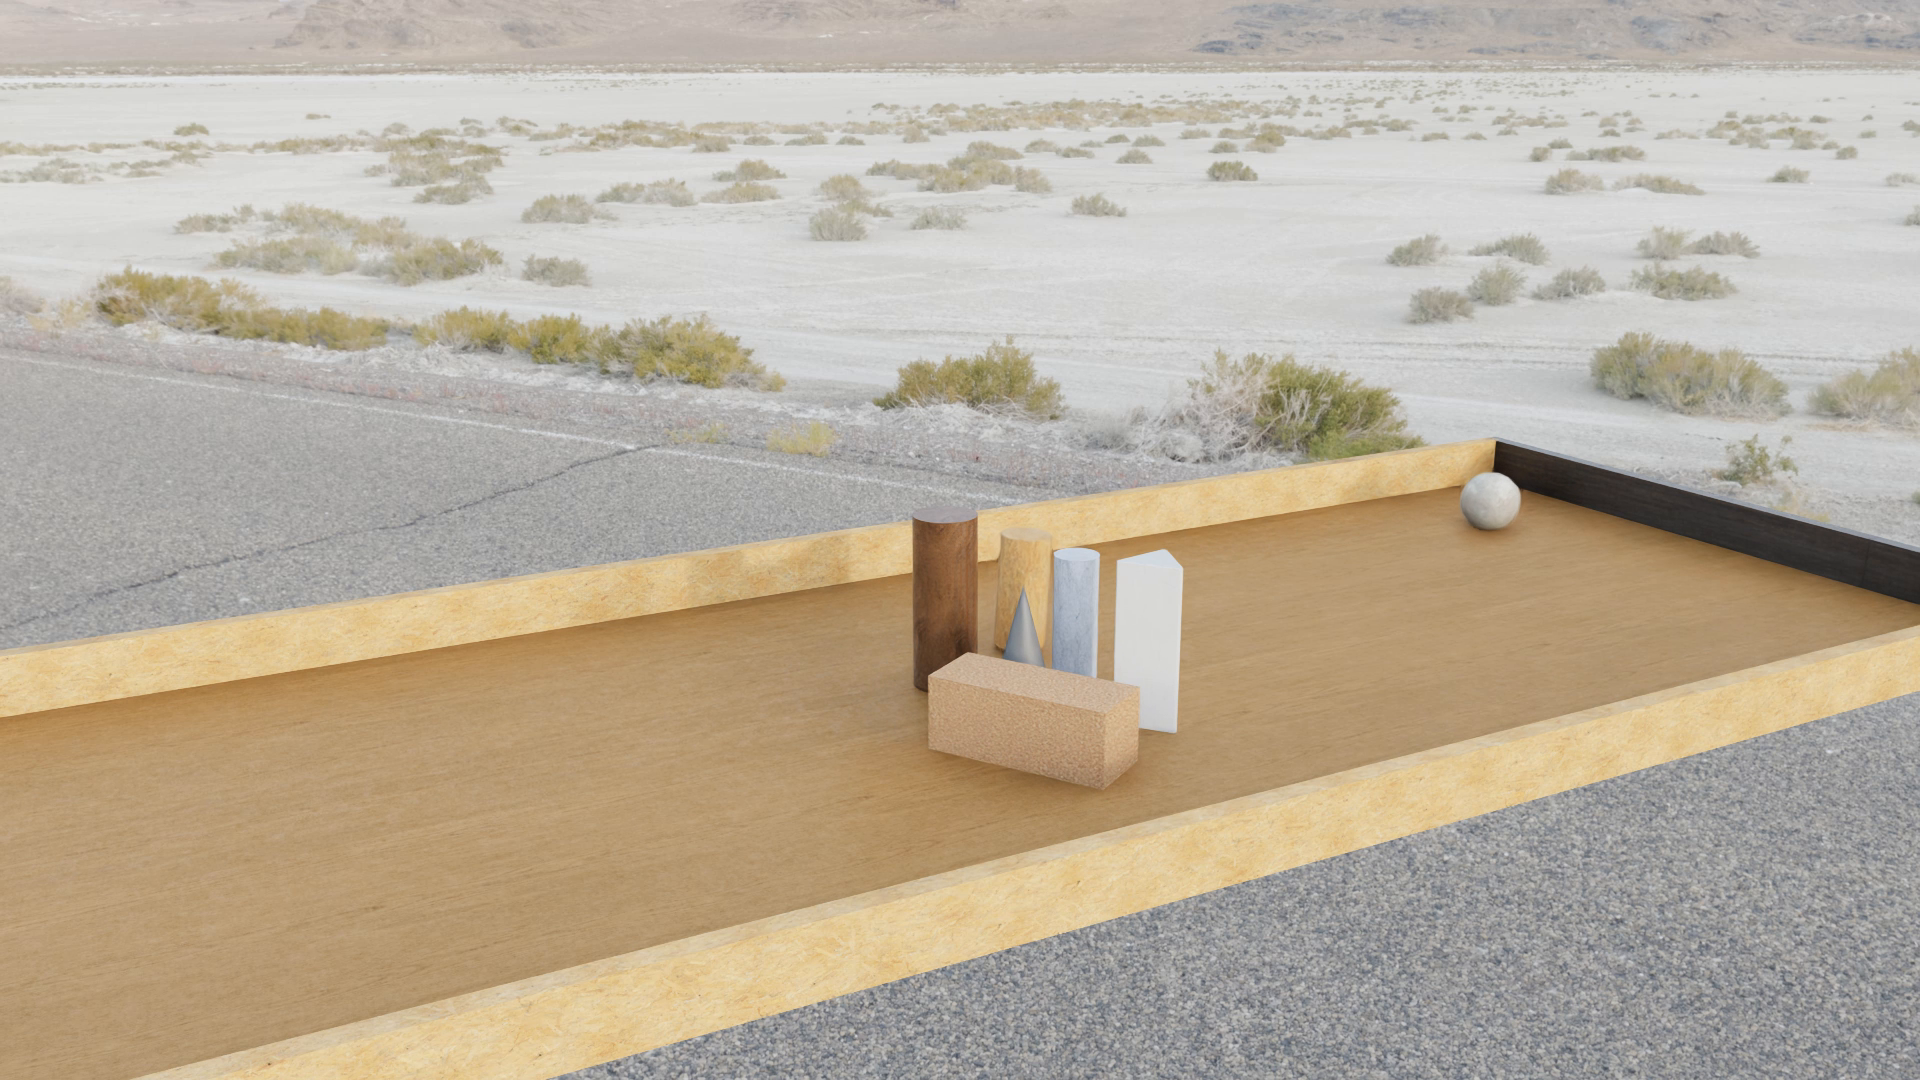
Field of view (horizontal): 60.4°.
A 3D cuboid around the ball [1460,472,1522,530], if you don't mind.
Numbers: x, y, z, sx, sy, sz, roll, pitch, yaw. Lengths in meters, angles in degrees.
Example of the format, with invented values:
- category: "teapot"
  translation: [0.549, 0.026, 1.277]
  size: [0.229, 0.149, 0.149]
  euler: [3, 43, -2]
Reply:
- category: "ball"
  translation: [1.756, -0.130, 5.458]
  size: [0.192, 0.192, 0.192]
  euler: [0, 16, 0]

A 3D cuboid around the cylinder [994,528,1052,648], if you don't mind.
- category: "cylinder"
  translation: [0.166, 0.130, 4.362]
  size: [0.136, 0.302, 0.136]
  euler: [3, 15, -1]

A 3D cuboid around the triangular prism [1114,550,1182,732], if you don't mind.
- category: "triangular prism"
  translation: [0.455, 0.231, 3.861]
  size: [0.153, 0.400, 0.132]
  euler: [7, 18, 21]

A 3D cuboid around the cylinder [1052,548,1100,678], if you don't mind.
- category: "cylinder"
  translation: [0.287, 0.195, 4.099]
  size: [0.113, 0.334, 0.113]
  euler: [0, 16, 0]

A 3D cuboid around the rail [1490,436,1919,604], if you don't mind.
- category: "rail"
  translation: [2.466, -0.048, 5.253]
  size: [0.050, 0.150, 2.100]
  euler: [-9, 18, -27]

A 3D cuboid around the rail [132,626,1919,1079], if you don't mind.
- category: "rail"
  translation: [-2.336, 1.006, 1.665]
  size: [12.000, 0.150, 0.050]
  euler: [-9, 18, -27]

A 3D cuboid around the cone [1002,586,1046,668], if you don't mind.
- category: "cone"
  translation: [0.148, 0.262, 3.875]
  size: [0.176, 0.331, 0.176]
  euler: [0, 16, 0]

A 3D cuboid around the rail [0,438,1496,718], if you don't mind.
- category: "rail"
  translation: [-3.305, 0.497, 3.399]
  size: [12.000, 0.150, 0.050]
  euler: [-9, 18, -27]

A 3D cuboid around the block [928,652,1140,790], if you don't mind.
- category: "block"
  translation: [0.163, 0.398, 3.686]
  size: [0.438, 0.177, 0.177]
  euler: [9, 19, 29]

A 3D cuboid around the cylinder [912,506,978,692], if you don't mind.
- category: "cylinder"
  translation: [-0.036, 0.148, 4.074]
  size: [0.161, 0.439, 0.161]
  euler: [0, 16, 0]
